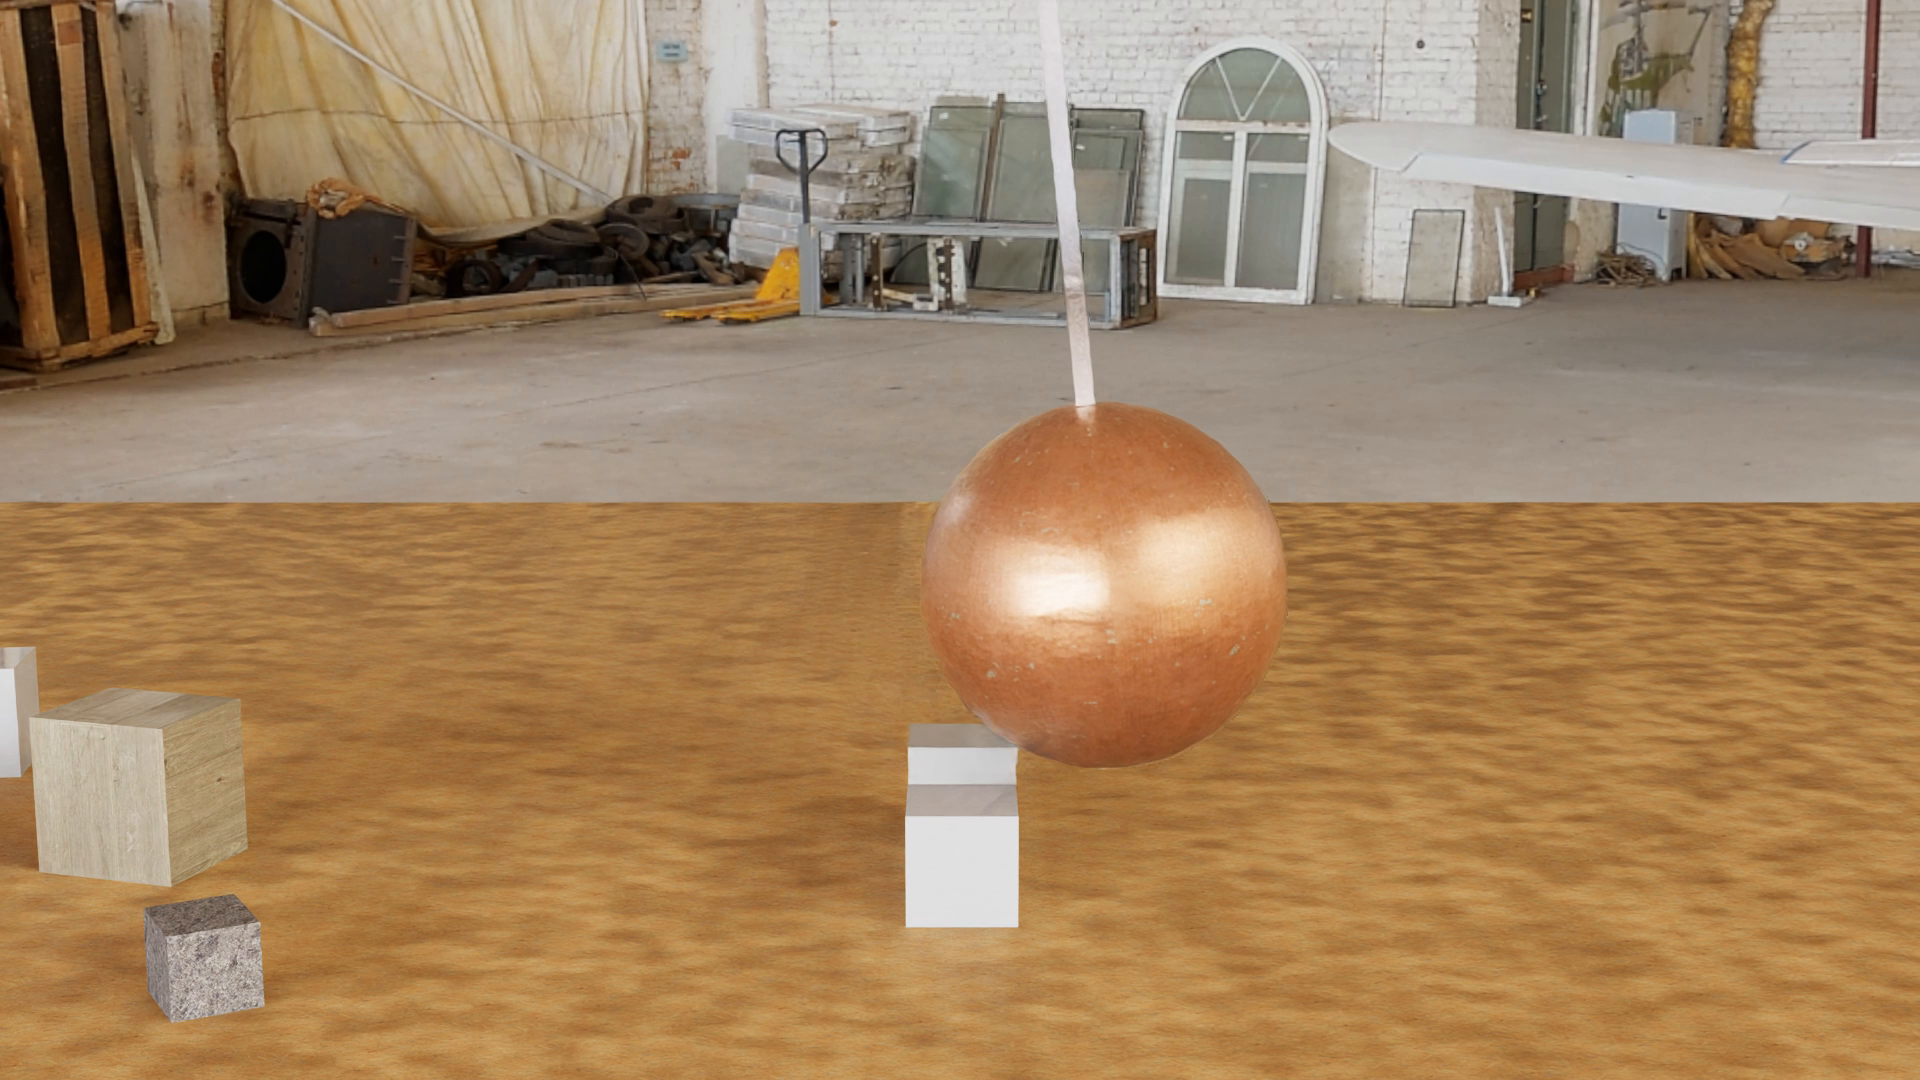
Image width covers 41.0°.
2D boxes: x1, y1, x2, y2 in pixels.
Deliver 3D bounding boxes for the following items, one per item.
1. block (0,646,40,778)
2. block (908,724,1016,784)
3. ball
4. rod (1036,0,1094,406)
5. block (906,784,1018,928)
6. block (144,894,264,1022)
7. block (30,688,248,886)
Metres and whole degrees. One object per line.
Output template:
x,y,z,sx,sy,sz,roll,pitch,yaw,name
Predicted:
-5.036,0.883,13.140,0.509,0.562,0.508,-1,10,-8,block
0.011,1.141,11.946,0.494,0.481,0.440,0,10,0,block
0.625,0.196,11.216,1.600,1.600,1.600,0,10,0,ball
0.271,-3.131,10.611,0.080,5.200,0.080,-6,10,1,rod
0.008,1.334,10.890,0.468,0.478,0.491,0,10,0,block
-2.900,1.598,9.835,0.348,0.337,0.393,-6,12,-29,block
-3.684,1.099,11.536,0.686,0.710,0.588,3,11,18,block
